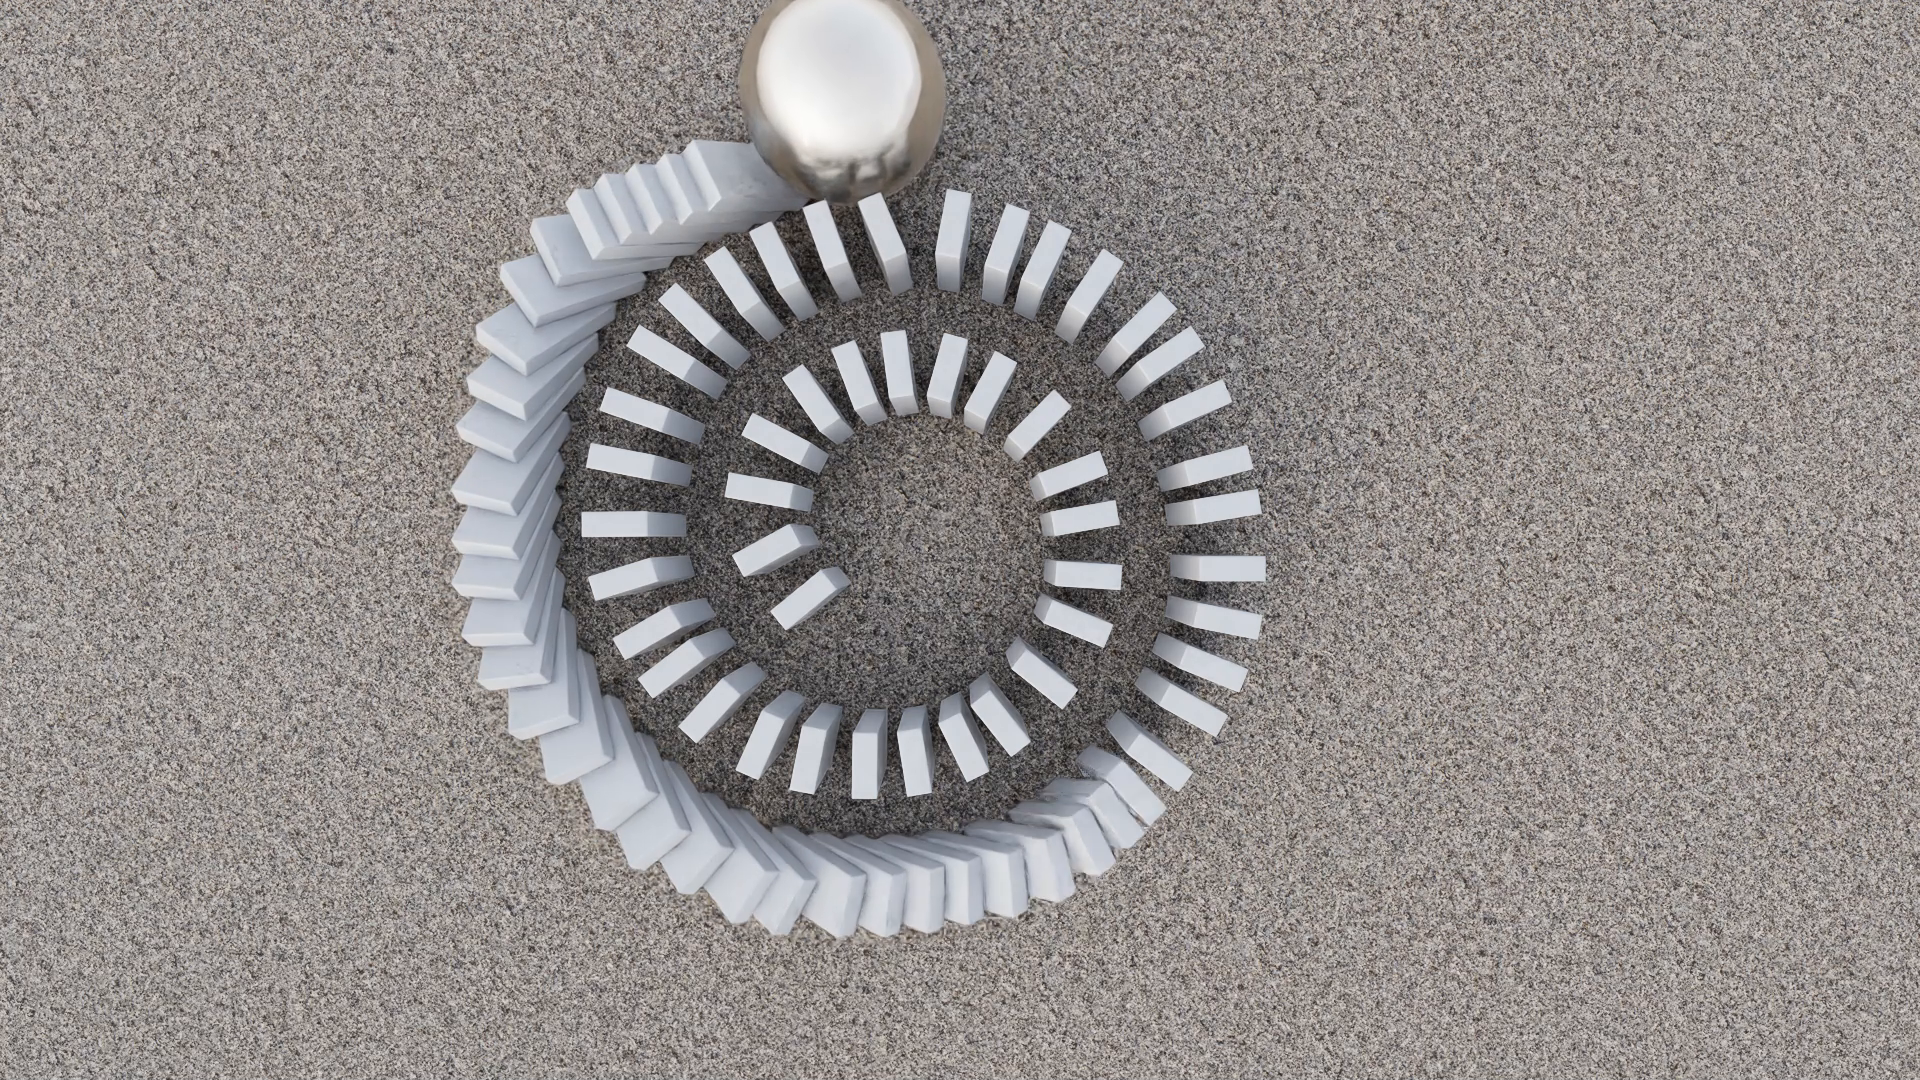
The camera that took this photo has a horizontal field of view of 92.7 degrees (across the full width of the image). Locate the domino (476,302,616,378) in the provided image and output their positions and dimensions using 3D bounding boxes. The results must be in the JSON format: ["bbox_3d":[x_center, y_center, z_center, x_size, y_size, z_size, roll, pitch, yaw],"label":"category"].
[{"bbox_3d":[-0.171,-0.091,0.381,0.025,0.009,0.050,37,53,2],"label":"domino"}]

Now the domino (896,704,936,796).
[{"bbox_3d":[-0.017,0.085,0.375,0.010,0.050,0.025,-9,90,0],"label":"domino"}]

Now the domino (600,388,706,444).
[{"bbox_3d":[-0.124,-0.050,0.375,0.025,0.050,0.010,19,90,0],"label":"domino"}]

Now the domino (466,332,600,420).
[{"bbox_3d":[-0.176,-0.074,0.381,0.025,0.009,0.050,26,52,1],"label":"domino"}]

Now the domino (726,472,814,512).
[{"bbox_3d":[-0.077,-0.019,0.375,0.025,0.050,0.010,10,90,0],"label":"domino"}]

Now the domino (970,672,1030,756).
[{"bbox_3d":[0.016,0.070,0.375,0.009,0.050,0.025,-39,90,0],"label":"domino"}]

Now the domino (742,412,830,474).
[{"bbox_3d":[-0.070,-0.039,0.375,0.025,0.050,0.010,27,90,0],"label":"domino"}]

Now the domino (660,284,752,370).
[{"bbox_3d":[-0.103,-0.086,0.375,0.025,0.050,0.009,45,90,0],"label":"domino"}]

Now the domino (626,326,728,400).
[{"bbox_3d":[-0.114,-0.072,0.375,0.025,0.050,0.010,31,90,0],"label":"domino"}]

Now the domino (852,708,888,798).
[{"bbox_3d":[-0.036,0.086,0.375,0.010,0.050,0.025,1,90,0],"label":"domino"}]

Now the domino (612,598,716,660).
[{"bbox_3d":[-0.120,0.035,0.375,0.025,0.050,0.010,-30,90,0],"label":"domino"}]

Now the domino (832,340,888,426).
[{"bbox_3d":[-0.040,-0.063,0.375,0.009,0.050,0.025,-21,90,0],"label":"domino"}]

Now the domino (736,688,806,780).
[{"bbox_3d":[-0.076,0.078,0.375,0.010,0.050,0.025,24,90,0],"label":"domino"}]

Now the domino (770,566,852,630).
[{"bbox_3d":[-0.060,0.023,0.375,0.025,0.050,0.009,-39,90,0],"label":"domino"}]

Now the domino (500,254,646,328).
[{"bbox_3d":[-0.160,-0.109,0.382,0.050,0.009,0.025,-35,90,-36],"label":"domino"}]

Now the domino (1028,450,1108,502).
[{"bbox_3d":[0.043,-0.025,0.375,0.025,0.050,0.010,-21,90,0],"label":"domino"}]

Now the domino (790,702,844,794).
[{"bbox_3d":[-0.058,0.084,0.375,0.010,0.050,0.025,11,90,0],"label":"domino"}]

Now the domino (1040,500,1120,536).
[{"bbox_3d":[0.048,-0.008,0.375,0.025,0.050,0.010,-10,90,0],"label":"domino"}]

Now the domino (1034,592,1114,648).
[{"bbox_3d":[0.045,0.032,0.375,0.025,0.050,0.010,22,90,0],"label":"domino"}]

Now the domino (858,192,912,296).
[{"bbox_3d":[-0.030,-0.120,0.375,0.010,0.050,0.025,-23,90,0],"label":"domino"}]

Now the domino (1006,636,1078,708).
[{"bbox_3d":[0.032,0.053,0.375,0.025,0.050,0.009,39,90,0],"label":"domino"}]

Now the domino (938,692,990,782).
[{"bbox_3d":[0.001,0.079,0.375,0.010,0.050,0.025,-26,90,0],"label":"domino"}]

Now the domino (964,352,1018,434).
[{"bbox_3d":[0.012,-0.059,0.375,0.009,0.050,0.025,28,90,0],"label":"domino"}]

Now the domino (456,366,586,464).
[{"bbox_3d":[-0.182,-0.058,0.383,0.025,0.010,0.050,25,59,0],"label":"domino"}]

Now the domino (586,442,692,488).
[{"bbox_3d":[-0.130,-0.030,0.375,0.025,0.050,0.010,11,90,0],"label":"domino"}]

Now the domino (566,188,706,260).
[{"bbox_3d":[-0.133,-0.130,0.378,0.009,0.050,0.025,-26,90,40],"label":"domino"}]

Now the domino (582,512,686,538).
[{"bbox_3d":[-0.132,-0.006,0.375,0.025,0.050,0.009,-1,90,0],"label":"domino"}]

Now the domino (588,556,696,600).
[{"bbox_3d":[-0.129,0.015,0.375,0.025,0.050,0.010,-17,90,0],"label":"domino"}]

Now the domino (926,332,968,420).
[{"bbox_3d":[-0.005,-0.066,0.375,0.009,0.050,0.025,16,90,0],"label":"domino"}]

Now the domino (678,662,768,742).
[{"bbox_3d":[-0.096,0.065,0.375,0.010,0.050,0.025,42,90,0],"label":"domino"}]

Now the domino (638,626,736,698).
[{"bbox_3d":[-0.110,0.049,0.375,0.025,0.050,0.009,-37,90,0],"label":"domino"}]

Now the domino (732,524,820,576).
[{"bbox_3d":[-0.074,0.004,0.375,0.025,0.050,0.010,-29,90,0],"label":"domino"}]

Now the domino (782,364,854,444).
[{"bbox_3d":[-0.057,-0.054,0.375,0.010,0.050,0.025,-35,90,0],"label":"domino"}]

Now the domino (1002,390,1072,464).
[{"bbox_3d":[0.031,-0.045,0.375,0.009,0.050,0.025,45,90,0],"label":"domino"}]

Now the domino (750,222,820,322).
[{"bbox_3d":[-0.071,-0.109,0.375,0.009,0.050,0.025,-26,90,0],"label":"domino"}]

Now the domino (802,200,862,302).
[{"bbox_3d":[-0.052,-0.117,0.375,0.010,0.050,0.025,-20,90,0],"label":"domino"}]

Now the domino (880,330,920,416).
[{"bbox_3d":[-0.024,-0.067,0.375,0.009,0.050,0.025,-7,90,0],"label":"domino"}]

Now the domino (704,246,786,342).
[{"bbox_3d":[-0.087,-0.099,0.375,0.009,0.050,0.025,-34,90,0],"label":"domino"}]

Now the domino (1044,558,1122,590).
[{"bbox_3d":[0.049,0.014,0.375,0.025,0.050,0.010,4,90,0],"label":"domino"}]

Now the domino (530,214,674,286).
[{"bbox_3d":[-0.148,-0.123,0.381,0.050,0.009,0.025,-25,89,-37],"label":"domino"}]
